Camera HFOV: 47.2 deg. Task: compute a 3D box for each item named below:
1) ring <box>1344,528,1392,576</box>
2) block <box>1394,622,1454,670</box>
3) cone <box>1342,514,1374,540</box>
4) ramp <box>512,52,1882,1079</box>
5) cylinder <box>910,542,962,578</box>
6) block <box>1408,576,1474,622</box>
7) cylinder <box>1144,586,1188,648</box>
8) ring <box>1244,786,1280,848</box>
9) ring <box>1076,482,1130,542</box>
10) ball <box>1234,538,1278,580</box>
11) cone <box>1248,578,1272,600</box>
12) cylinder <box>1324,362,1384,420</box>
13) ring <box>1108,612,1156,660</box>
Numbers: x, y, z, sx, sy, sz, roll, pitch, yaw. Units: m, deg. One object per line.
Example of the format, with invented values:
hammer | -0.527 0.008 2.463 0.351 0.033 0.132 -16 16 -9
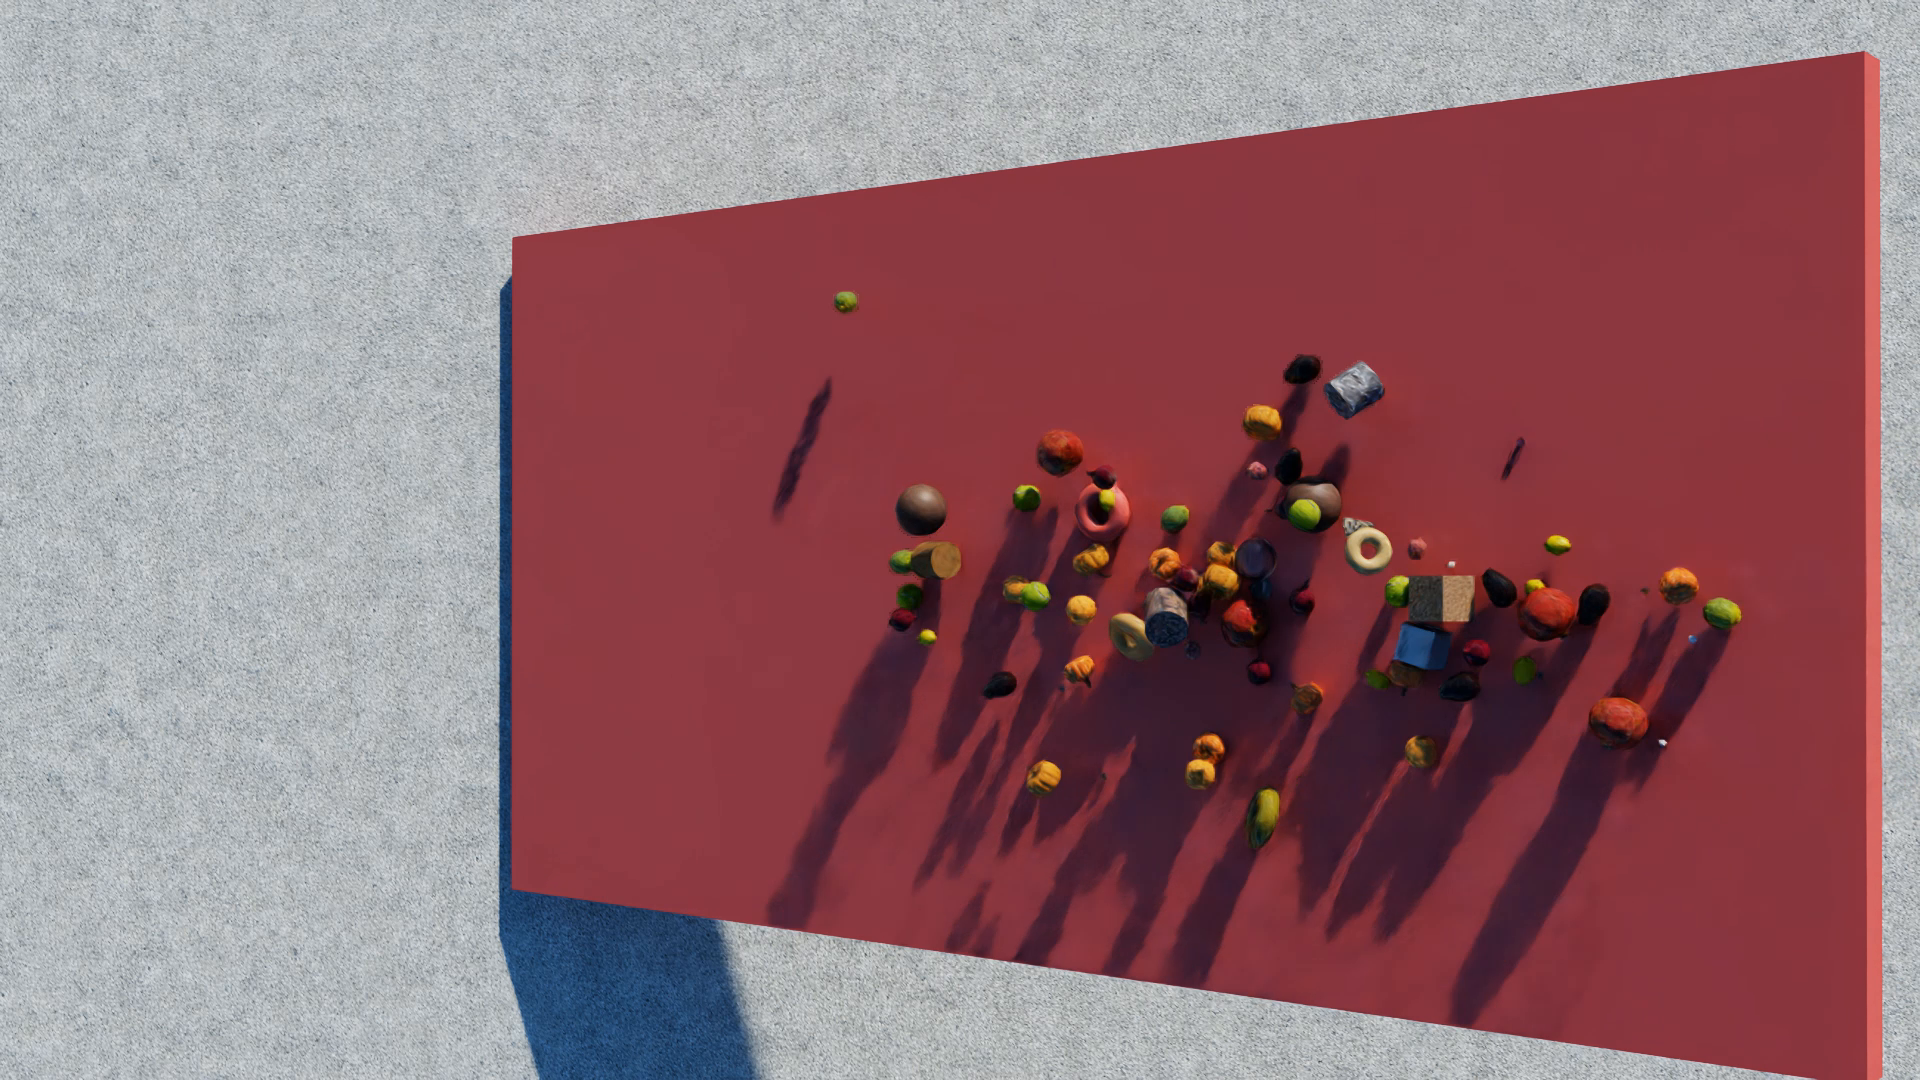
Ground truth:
ring | 0.884 0.025 4.764 0.104 0.035 0.104 0 81 -1
block | 1.008 0.229 4.783 0.083 0.083 0.083 19 101 39
cone | 0.885 -0.028 4.841 0.065 0.065 0.065 -8 90 31
ramp | 0.218 0.063 5.534 4.000 0.100 2.000 0 90 39
cylinder | -0.061 0.052 5.618 0.094 0.094 0.094 0 89 -34
block | 1.037 0.126 4.737 0.099 0.099 0.099 1 88 -36
cylinder | 0.473 0.176 5.048 0.100 0.100 0.100 1 124 2
ring | 0.688 0.632 5.014 0.049 0.148 0.148 16 90 -3
ring | 0.346 -0.067 5.335 0.150 0.050 0.150 4 96 37
ball | 0.678 0.043 5.040 0.098 0.098 0.098 0 90 0
cone | 0.680 0.111 5.065 0.057 0.057 0.057 0 90 39
cylinder | 0.869 -0.330 4.844 0.092 0.092 0.092 -33 90 -8
ring | 0.410 0.232 5.256 0.132 0.132 0.044 49 59 0
